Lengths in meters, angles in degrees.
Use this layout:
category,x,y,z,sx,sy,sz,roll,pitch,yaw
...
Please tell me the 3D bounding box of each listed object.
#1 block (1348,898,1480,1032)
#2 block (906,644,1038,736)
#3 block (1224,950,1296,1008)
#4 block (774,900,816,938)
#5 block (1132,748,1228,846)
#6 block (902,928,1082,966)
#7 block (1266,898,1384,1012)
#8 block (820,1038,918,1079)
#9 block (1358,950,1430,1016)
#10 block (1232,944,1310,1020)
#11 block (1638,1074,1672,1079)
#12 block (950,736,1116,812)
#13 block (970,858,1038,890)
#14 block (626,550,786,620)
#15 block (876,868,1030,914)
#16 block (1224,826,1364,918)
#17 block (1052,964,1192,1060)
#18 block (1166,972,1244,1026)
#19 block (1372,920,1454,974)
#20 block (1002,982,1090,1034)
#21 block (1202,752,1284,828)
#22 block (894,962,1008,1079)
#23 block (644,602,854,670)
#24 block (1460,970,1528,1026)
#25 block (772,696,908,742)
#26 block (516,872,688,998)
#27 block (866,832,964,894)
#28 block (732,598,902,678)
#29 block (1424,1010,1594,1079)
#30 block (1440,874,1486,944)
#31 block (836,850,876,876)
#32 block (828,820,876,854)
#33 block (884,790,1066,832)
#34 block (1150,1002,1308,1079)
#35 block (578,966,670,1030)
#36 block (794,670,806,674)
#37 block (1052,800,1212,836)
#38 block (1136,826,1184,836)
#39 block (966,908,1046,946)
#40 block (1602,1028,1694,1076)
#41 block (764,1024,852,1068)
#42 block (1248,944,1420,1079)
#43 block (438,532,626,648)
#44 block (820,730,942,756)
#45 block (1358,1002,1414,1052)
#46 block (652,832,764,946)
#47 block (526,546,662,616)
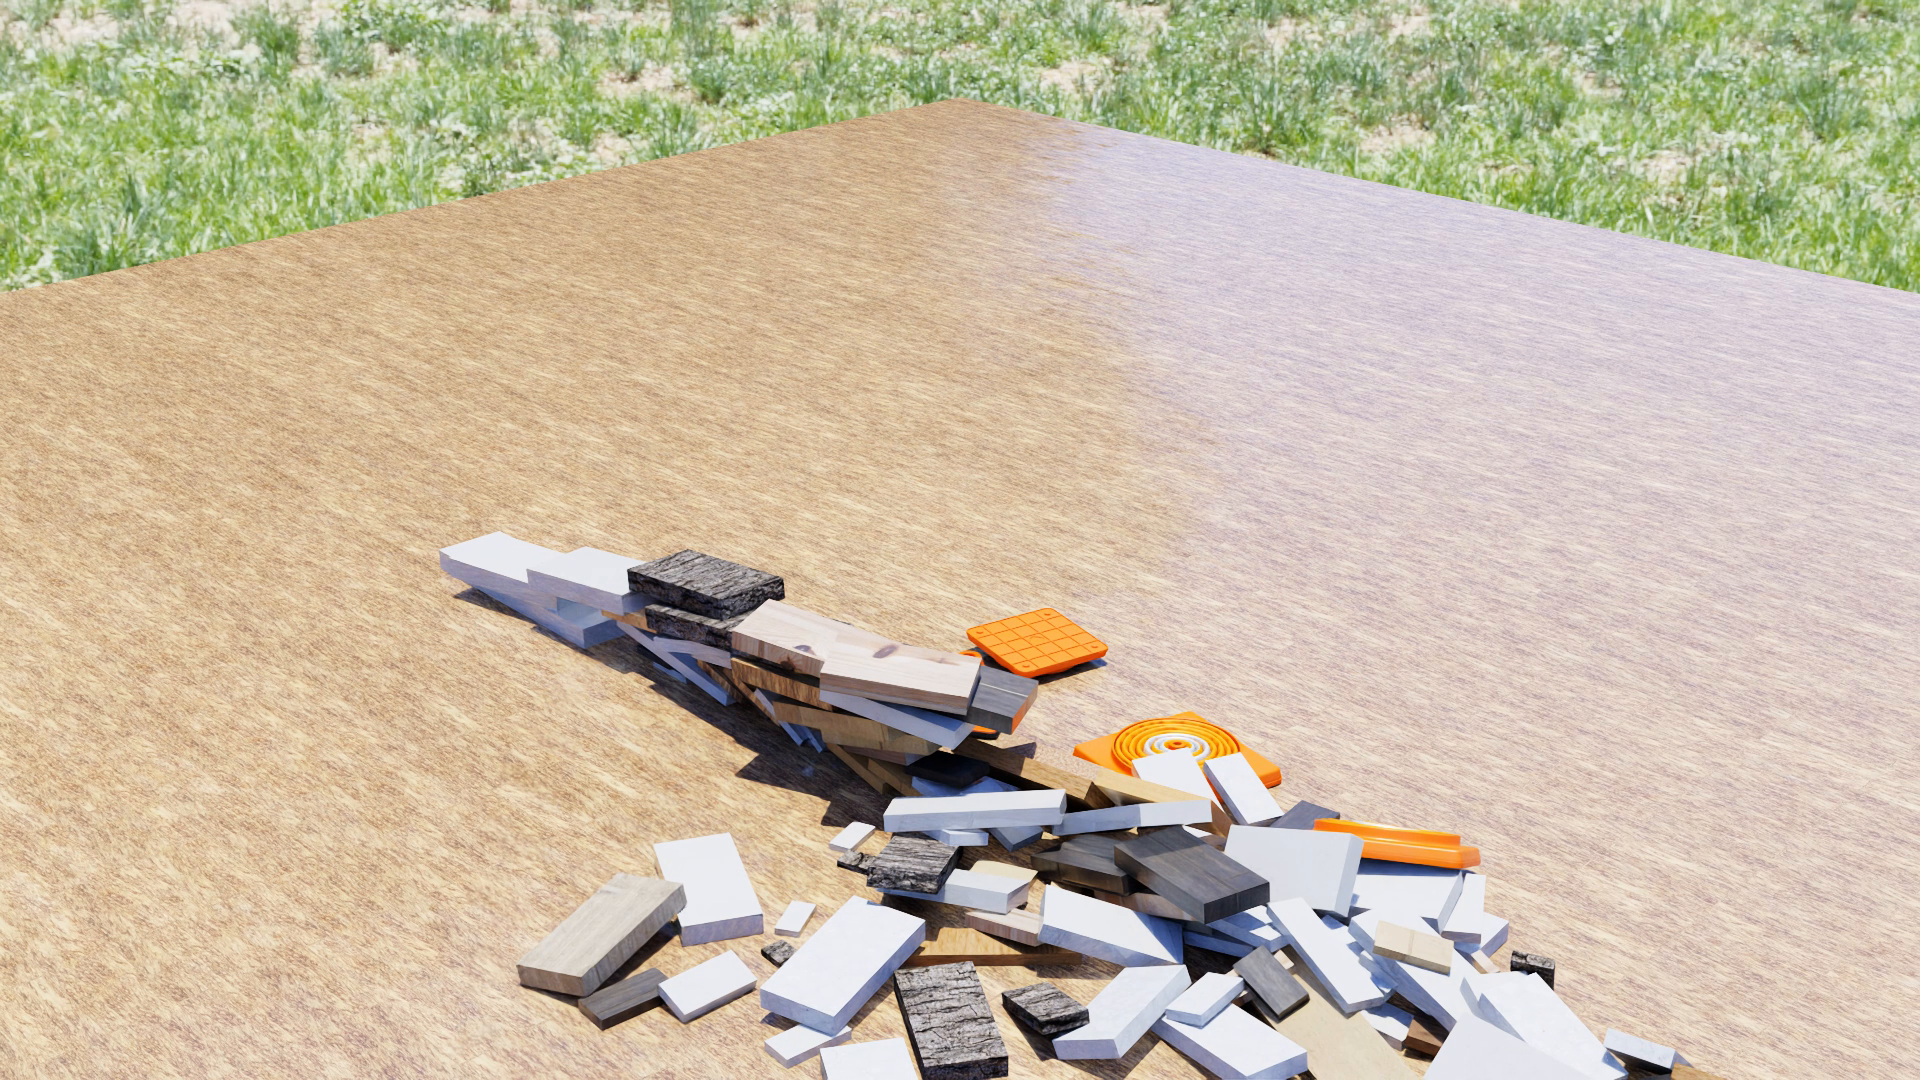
category,x,y,z,sx,sy,sz,roll,pitch,yaw
block,0.865,0.794,3.689,0.116,0.033,0.513,-15,41,-31
block,-0.007,0.297,4.405,0.295,0.042,0.148,15,31,17
block,0.512,0.762,3.829,0.134,0.019,0.067,-28,29,-9
block,-0.305,0.704,4.084,0.048,0.014,0.096,6,24,15
block,0.443,0.520,4.400,0.122,0.035,0.245,-12,39,-12
block,0.053,0.738,3.990,0.331,0.024,0.085,0,23,-1
block,0.626,0.713,3.791,0.071,0.020,0.267,-7,33,-24
block,-0.132,0.913,3.557,0.142,0.040,0.283,-5,24,-12
block,0.771,0.748,3.784,0.077,0.022,0.155,-21,45,-41
block,0.535,0.760,3.782,0.066,0.019,0.131,-32,43,-13
block,1.078,0.885,3.456,0.091,0.026,0.183,-15,-1,17
block,0.148,0.480,4.455,0.319,0.040,0.142,17,-16,31
block,0.083,0.644,4.221,0.121,0.016,0.058,10,25,22
block,-0.571,0.098,4.926,0.174,0.049,0.348,-20,24,-40
block,-0.014,0.648,4.121,0.259,0.037,0.130,6,4,20
block,0.595,0.599,3.993,0.040,0.142,0.284,30,-21,-36
block,0.278,0.806,3.757,0.127,0.036,0.255,-12,12,38
block,0.420,0.785,3.767,0.071,0.020,0.142,2,18,38
block,0.775,0.696,3.762,0.131,0.019,0.066,15,35,8
block,0.146,0.802,3.774,0.088,0.025,0.175,-9,8,-20
block,0.572,0.509,4.449,0.088,0.025,0.175,-10,45,-26
block,-0.018,0.825,3.766,0.142,0.040,0.283,-5,23,-11
block,-0.462,0.188,4.782,0.174,0.049,0.533,-19,20,-38
block,0.926,0.810,3.622,0.116,0.033,0.232,-1,36,-16
block,-0.216,0.349,4.573,0.348,0.044,0.154,6,23,44
block,-0.644,0.710,3.972,0.151,0.043,0.302,3,26,31
block,-0.081,0.605,4.133,0.130,0.037,0.350,5,4,7
block,-0.293,0.215,4.504,0.315,0.042,0.148,17,32,21
block,0.879,0.864,3.487,0.260,0.037,0.130,23,72,43
block,0.900,0.661,3.957,0.083,0.023,0.166,3,30,15
block,-0.184,0.628,4.263,0.097,0.014,0.049,12,26,26
block,-0.213,0.589,4.354,0.049,0.014,0.097,12,26,26
block,0.031,0.528,4.293,0.343,0.035,0.122,-4,9,9
block,0.449,0.840,3.696,0.127,0.036,0.263,-14,20,-29
block,-0.578,0.801,3.844,0.157,0.022,0.079,-18,29,-36
block,-0.282,0.263,4.568,0.112,0.016,0.056,2,19,28
block,0.319,0.529,4.173,0.142,0.040,0.418,-1,-9,-21
block,0.394,0.573,4.295,0.083,0.023,0.166,-23,40,-2
block,0.101,0.701,4.007,0.170,0.024,0.085,7,11,43
block,1.121,0.841,3.575,0.107,0.030,0.214,14,-13,30
block,-0.258,0.849,3.735,0.134,0.019,0.067,-18,29,-36
block,0.624,0.841,3.673,0.130,0.037,0.509,-28,29,-8
block,-1.036,0.116,5.422,0.180,0.051,0.645,-20,30,-39
block,-0.135,0.386,4.548,0.284,0.040,0.142,3,21,38
block,0.716,0.824,3.790,0.155,0.022,0.077,20,30,39
block,-0.478,0.657,4.157,0.151,0.043,0.302,-7,24,-16
block,-0.835,0.094,5.163,0.359,0.051,0.180,12,25,42
